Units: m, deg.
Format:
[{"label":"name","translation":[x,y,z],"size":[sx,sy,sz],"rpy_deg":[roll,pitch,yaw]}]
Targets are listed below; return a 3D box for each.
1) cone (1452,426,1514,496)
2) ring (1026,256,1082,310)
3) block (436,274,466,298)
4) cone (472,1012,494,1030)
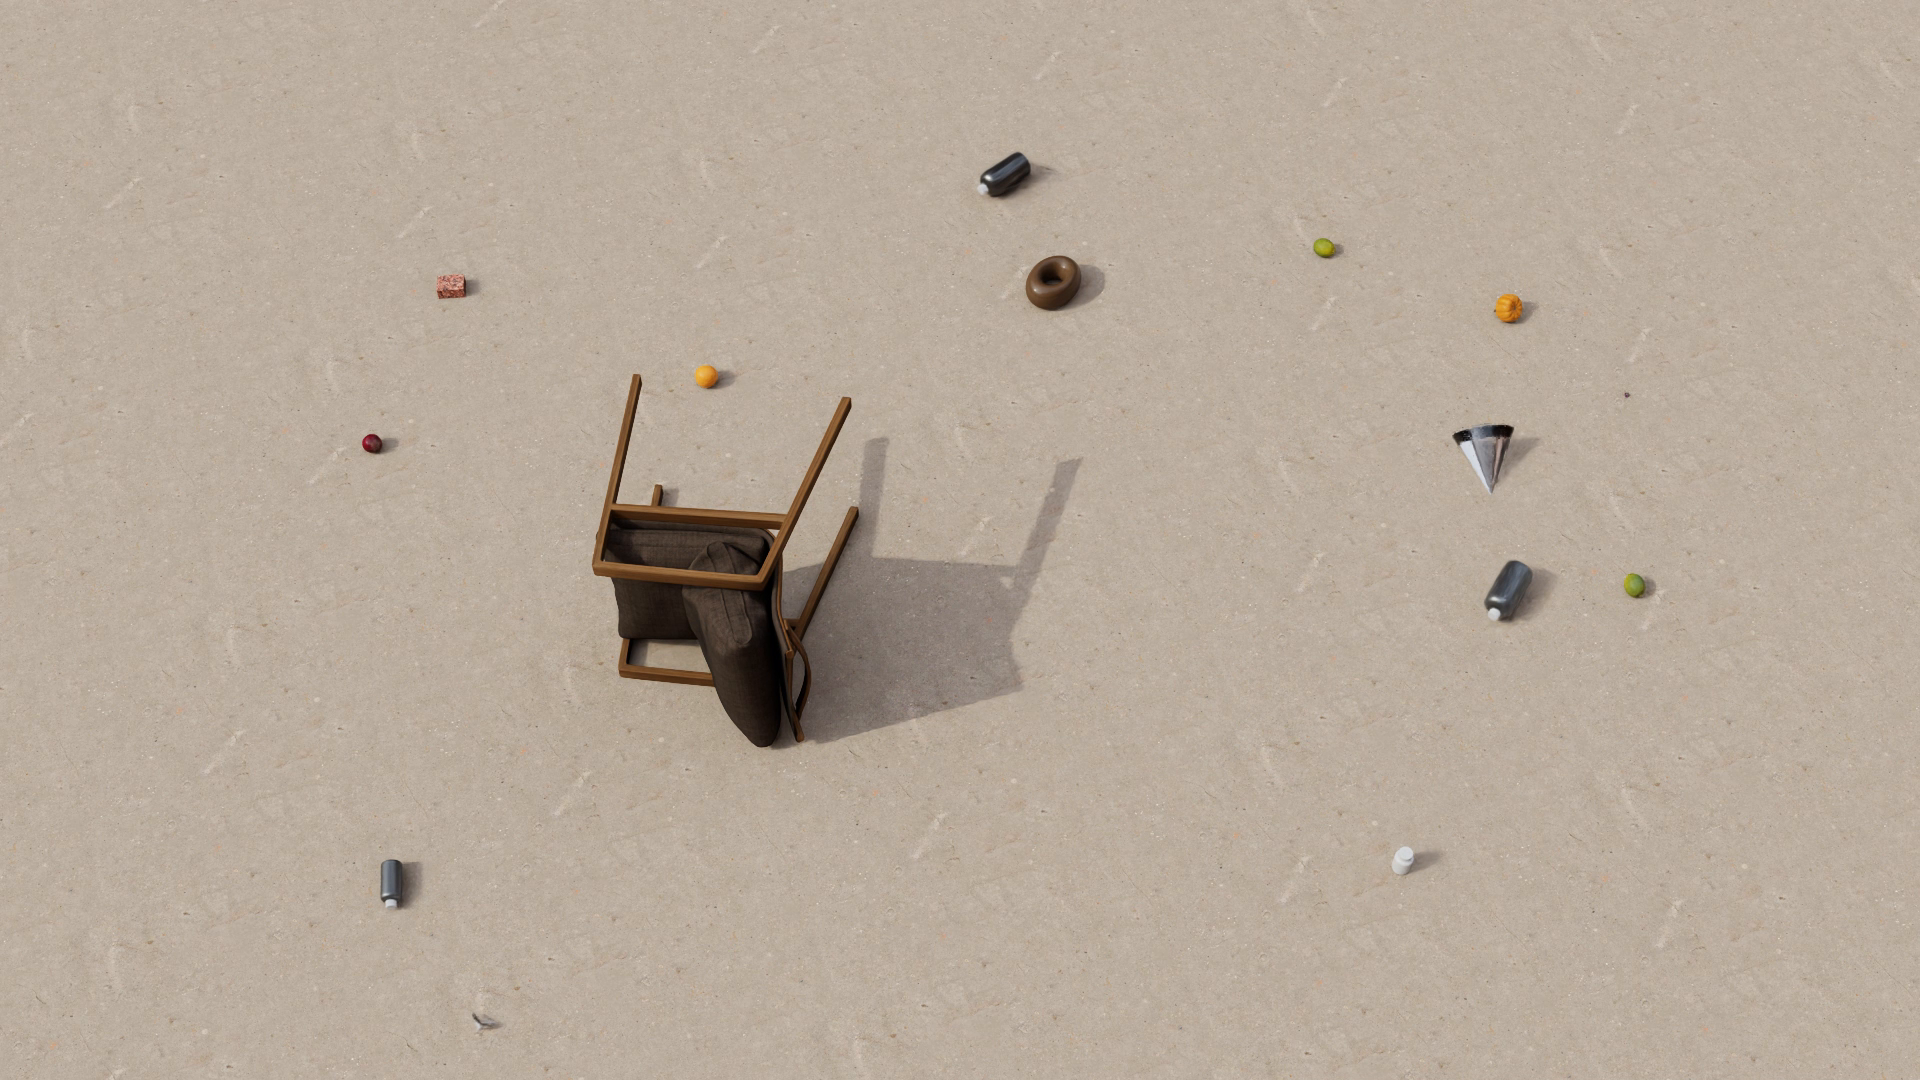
[{"label":"cone","translation":[1.605,-0.231,6.693],"size":[0.187,0.120,0.204],"rpy_deg":[-7,73,14]},{"label":"ring","translation":[0.301,-0.830,7.076],"size":[0.161,0.094,0.208],"rpy_deg":[35,61,19]},{"label":"block","translation":[-1.641,-0.818,7.098],"size":[0.085,0.040,0.064],"rpy_deg":[-4,56,-3]},{"label":"cone","translation":[-1.245,1.261,5.715],"size":[0.068,0.057,0.035],"rpy_deg":[29,100,24]}]
